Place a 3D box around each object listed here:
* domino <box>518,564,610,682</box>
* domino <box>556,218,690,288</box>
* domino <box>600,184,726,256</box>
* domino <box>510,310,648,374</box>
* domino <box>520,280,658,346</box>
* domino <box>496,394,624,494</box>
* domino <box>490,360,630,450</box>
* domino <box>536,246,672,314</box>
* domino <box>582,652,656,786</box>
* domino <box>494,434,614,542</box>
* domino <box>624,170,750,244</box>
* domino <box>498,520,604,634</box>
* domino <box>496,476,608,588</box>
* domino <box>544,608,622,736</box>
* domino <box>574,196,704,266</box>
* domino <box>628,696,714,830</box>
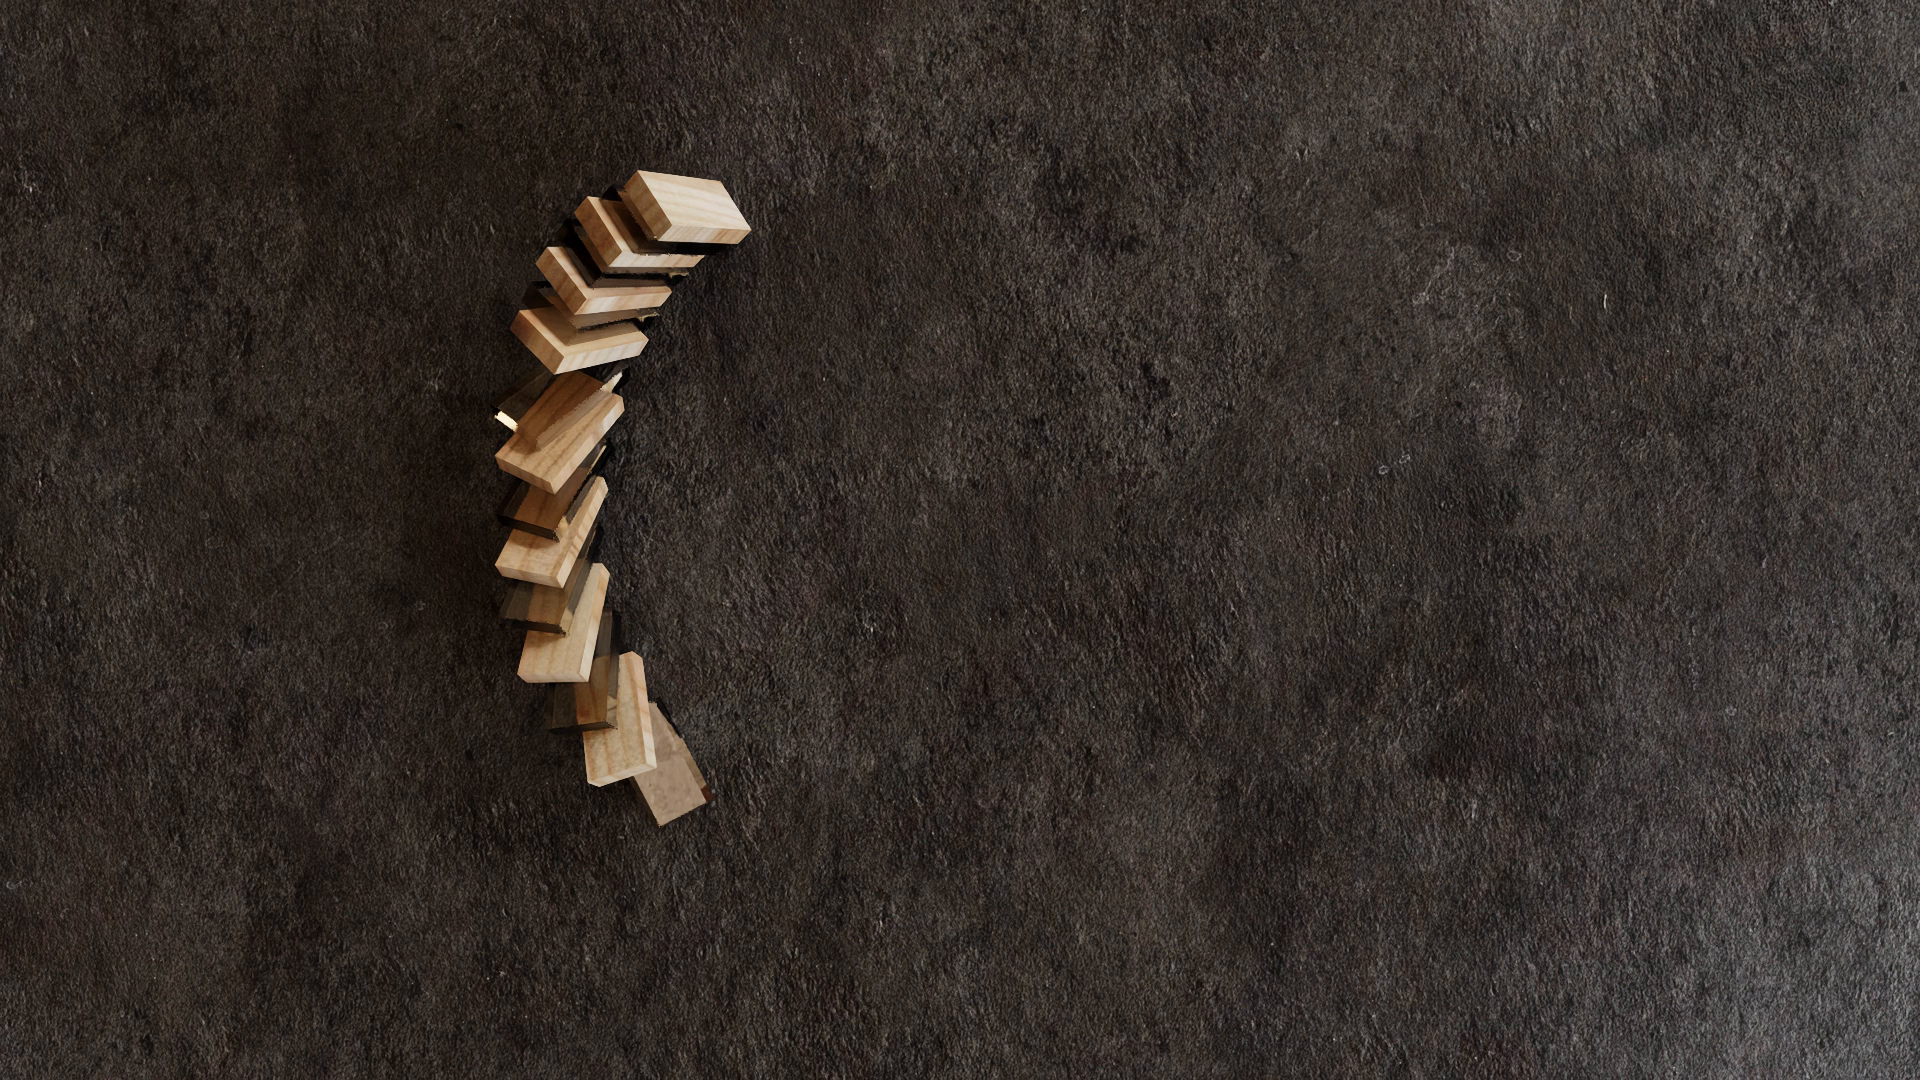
[{"bbox_3d":[-0.165,0.034,0.384,0.025,0.010,0.050,-1,60,0],"label":"domino"},{"bbox_3d":[-0.137,-0.117,0.376,0.009,0.050,0.025,-32,90,29],"label":"domino"},{"bbox_3d":[-0.120,-0.131,0.376,0.010,0.050,0.025,-33,90,29],"label":"domino"},{"bbox_3d":[-0.155,-0.084,0.376,0.025,0.050,0.010,46,119,1],"label":"domino"},{"bbox_3d":[-0.150,-0.095,0.376,0.025,0.050,0.010,45,119,0],"label":"domino"},{"bbox_3d":[-0.166,-0.045,0.383,0.025,0.009,0.050,26,59,1],"label":"domino"},{"bbox_3d":[-0.165,-0.062,0.381,0.025,0.010,0.050,36,59,7],"label":"domino"},{"bbox_3d":[-0.145,-0.107,0.376,0.010,0.050,0.025,-37,90,29],"label":"domino"},{"bbox_3d":[-0.144,0.075,0.384,0.025,0.010,0.050,-18,63,0],"label":"domino"},{"bbox_3d":[-0.169,-0.025,0.383,0.025,0.010,0.050,17,59,0],"label":"domino"},{"bbox_3d":[-0.110,-0.136,0.376,0.010,0.050,0.025,-33,90,29],"label":"domino"},{"bbox_3d":[-0.170,0.013,0.383,0.025,0.010,0.050,8,59,0],"label":"domino"},{"bbox_3d":[-0.170,-0.006,0.383,0.025,0.009,0.050,12,59,0],"label":"domino"},{"bbox_3d":[-0.157,0.055,0.384,0.025,0.009,0.050,-8,62,0],"label":"domino"},{"bbox_3d":[-0.130,-0.126,0.376,0.010,0.050,0.025,-33,90,29],"label":"domino"},{"bbox_3d":[-0.130,0.096,0.395,0.025,0.010,0.050,-28,90,0],"label":"domino"}]
